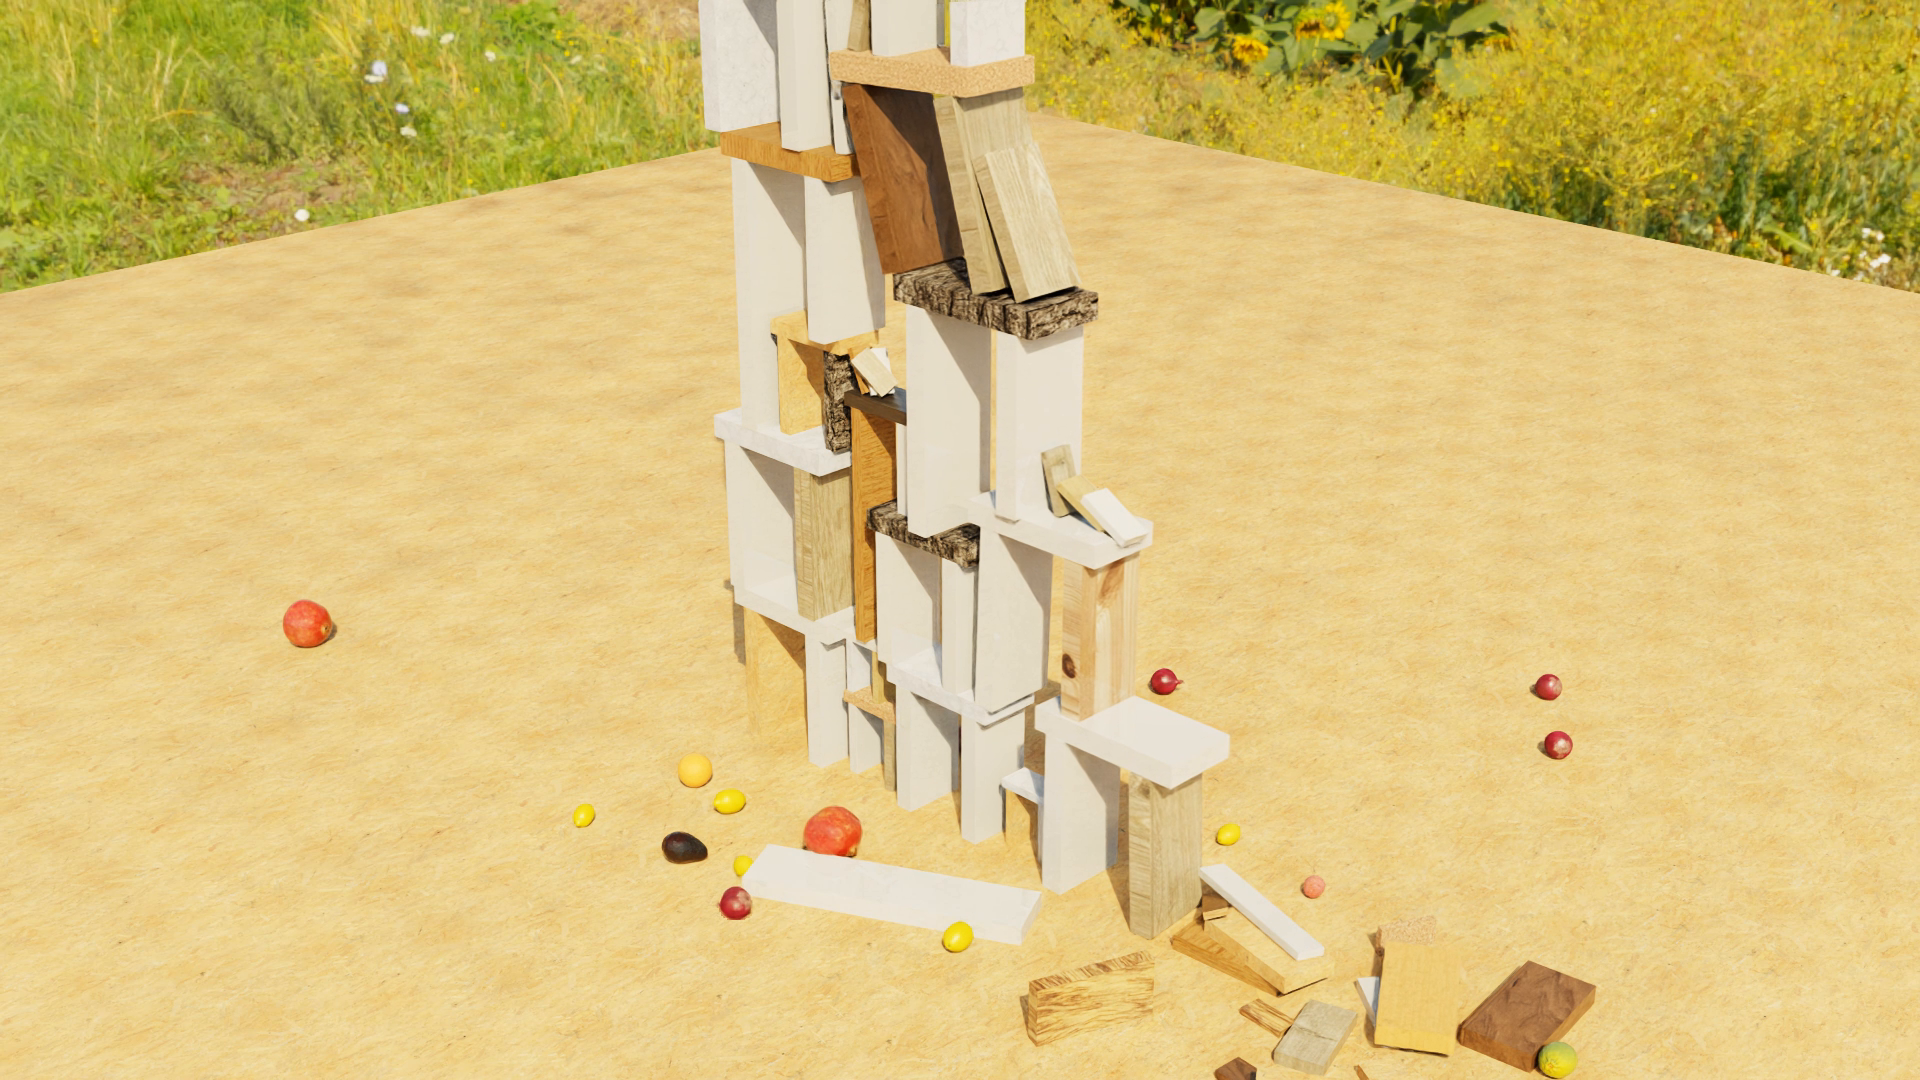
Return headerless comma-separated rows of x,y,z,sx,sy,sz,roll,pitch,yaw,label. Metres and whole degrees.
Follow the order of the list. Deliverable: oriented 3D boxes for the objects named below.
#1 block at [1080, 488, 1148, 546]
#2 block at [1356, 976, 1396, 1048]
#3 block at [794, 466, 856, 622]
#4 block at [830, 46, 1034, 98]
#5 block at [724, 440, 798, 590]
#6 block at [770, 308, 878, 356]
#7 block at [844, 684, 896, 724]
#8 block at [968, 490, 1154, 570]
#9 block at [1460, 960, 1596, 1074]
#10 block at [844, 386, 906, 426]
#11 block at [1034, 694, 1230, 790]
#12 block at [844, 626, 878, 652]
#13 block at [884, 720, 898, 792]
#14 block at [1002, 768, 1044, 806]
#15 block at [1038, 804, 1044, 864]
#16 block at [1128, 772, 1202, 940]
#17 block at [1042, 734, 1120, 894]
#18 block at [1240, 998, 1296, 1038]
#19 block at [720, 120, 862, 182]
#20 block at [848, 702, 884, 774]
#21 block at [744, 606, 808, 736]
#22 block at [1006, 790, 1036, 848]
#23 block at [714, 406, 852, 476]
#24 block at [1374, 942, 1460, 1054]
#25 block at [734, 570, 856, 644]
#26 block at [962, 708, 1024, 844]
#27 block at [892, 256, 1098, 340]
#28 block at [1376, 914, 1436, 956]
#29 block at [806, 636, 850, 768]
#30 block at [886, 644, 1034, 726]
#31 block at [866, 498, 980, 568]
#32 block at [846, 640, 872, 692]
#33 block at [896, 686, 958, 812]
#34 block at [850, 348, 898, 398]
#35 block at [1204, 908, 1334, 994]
0.275,-0.040,3.917,0.060,0.017,0.120,-18,55,-39,block
0.752,0.815,3.809,0.086,0.024,0.172,-2,23,-6,block
-0.258,-0.013,4.504,0.163,0.327,0.046,-21,31,-41,block
-0.053,-0.845,3.933,0.345,0.049,0.172,18,29,41,block
-0.412,-0.073,4.646,0.163,0.327,0.046,-21,31,-41,block
-0.268,-0.412,4.347,0.205,0.029,0.103,21,31,41,block
-0.157,0.333,4.536,0.160,0.023,0.080,21,31,41,block
0.181,-0.033,4.018,0.314,0.044,0.157,21,31,40,block
0.980,0.818,3.787,0.128,0.036,0.257,17,29,35,block
-0.126,-0.264,4.256,0.187,0.027,0.094,21,31,40,block
0.313,0.352,4.031,0.328,0.046,0.164,21,31,41,block
-0.178,0.201,4.498,0.117,0.017,0.058,21,31,41,block
-0.119,0.432,4.537,0.023,0.160,0.080,21,31,41,block
0.150,0.482,4.274,0.128,0.018,0.064,21,31,41,block
0.180,0.561,4.274,0.018,0.128,0.064,21,31,41,block
0.379,0.551,4.040,0.046,0.328,0.164,16,27,38,block
0.232,0.494,4.176,0.046,0.328,0.164,22,31,40,block
0.533,0.825,3.799,0.046,0.013,0.092,-18,29,-36,block
-0.295,-0.750,4.223,0.322,0.046,0.161,21,31,41,block
-0.195,0.403,4.606,0.023,0.160,0.080,21,31,41,block
-0.392,0.263,4.762,0.042,0.297,0.149,21,31,41,block
0.119,0.538,4.330,0.018,0.128,0.064,21,31,41,block
-0.335,-0.214,4.502,0.163,0.046,0.327,-21,31,-41,block
0.792,0.787,3.796,0.130,0.037,0.261,5,24,13,block
-0.322,0.134,4.631,0.297,0.042,0.148,21,31,41,block
0.065,0.451,4.346,0.137,0.274,0.039,-21,31,-41,block
0.062,-0.439,3.967,0.347,0.049,0.174,21,31,41,block
0.811,0.718,3.996,0.112,0.056,0.016,-8,24,-17,block
-0.252,0.317,4.633,0.042,0.297,0.149,21,31,40,block
0.000,0.282,4.344,0.274,0.039,0.137,21,31,40,block
-0.036,-0.023,4.253,0.277,0.039,0.139,21,31,41,block
-0.207,0.251,4.551,0.017,0.117,0.058,21,31,41,block
-0.065,0.401,4.463,0.137,0.275,0.039,-21,31,-41,block
-0.166,-0.323,4.245,0.046,0.092,0.013,-41,0,-18,block
0.551,0.725,3.930,0.113,0.032,0.226,-14,27,-29,block
